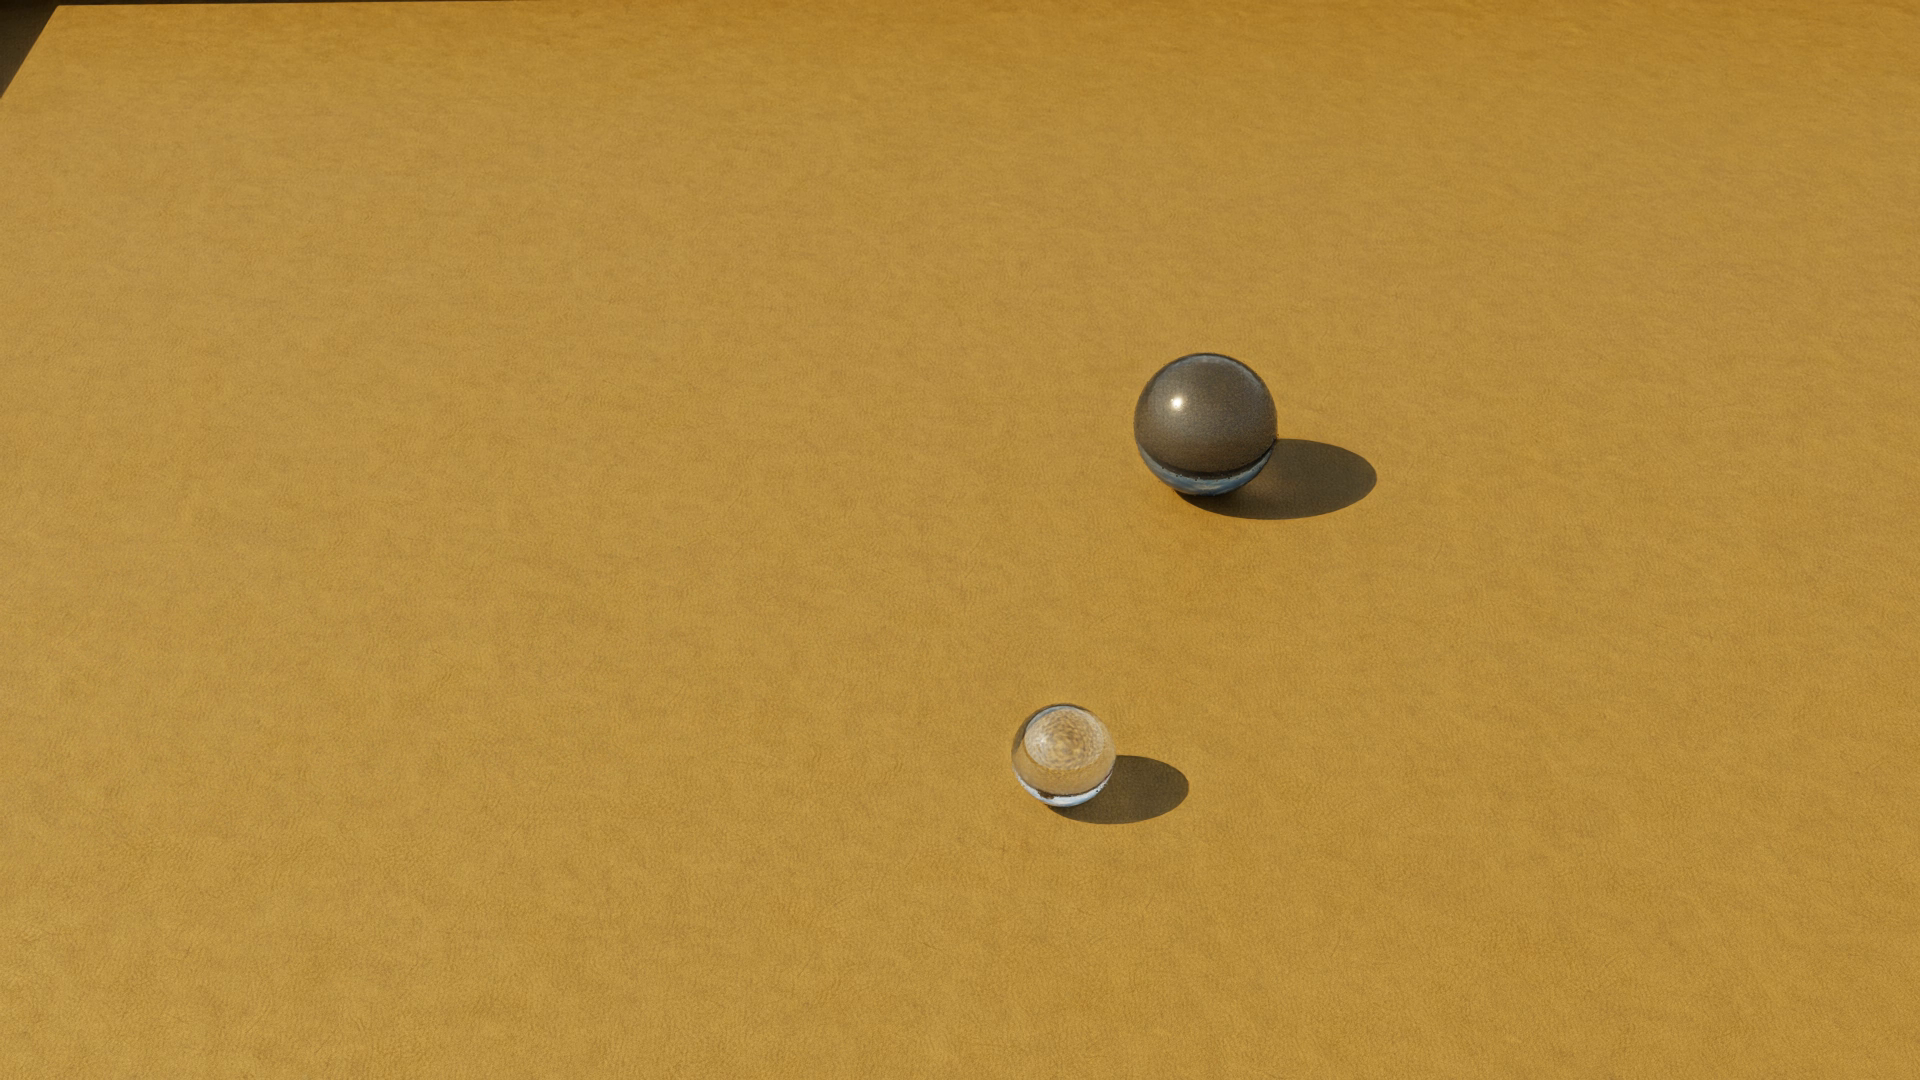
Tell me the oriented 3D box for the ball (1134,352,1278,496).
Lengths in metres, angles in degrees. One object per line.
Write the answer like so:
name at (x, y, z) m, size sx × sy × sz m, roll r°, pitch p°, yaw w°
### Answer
ball at (0.162, -0.076, 1.690) m, size 0.095 × 0.095 × 0.095 m, roll 0°, pitch 36°, yaw 0°

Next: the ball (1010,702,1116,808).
ball at (0.058, 0.121, 1.450) m, size 0.059 × 0.059 × 0.059 m, roll 0°, pitch 36°, yaw 0°
